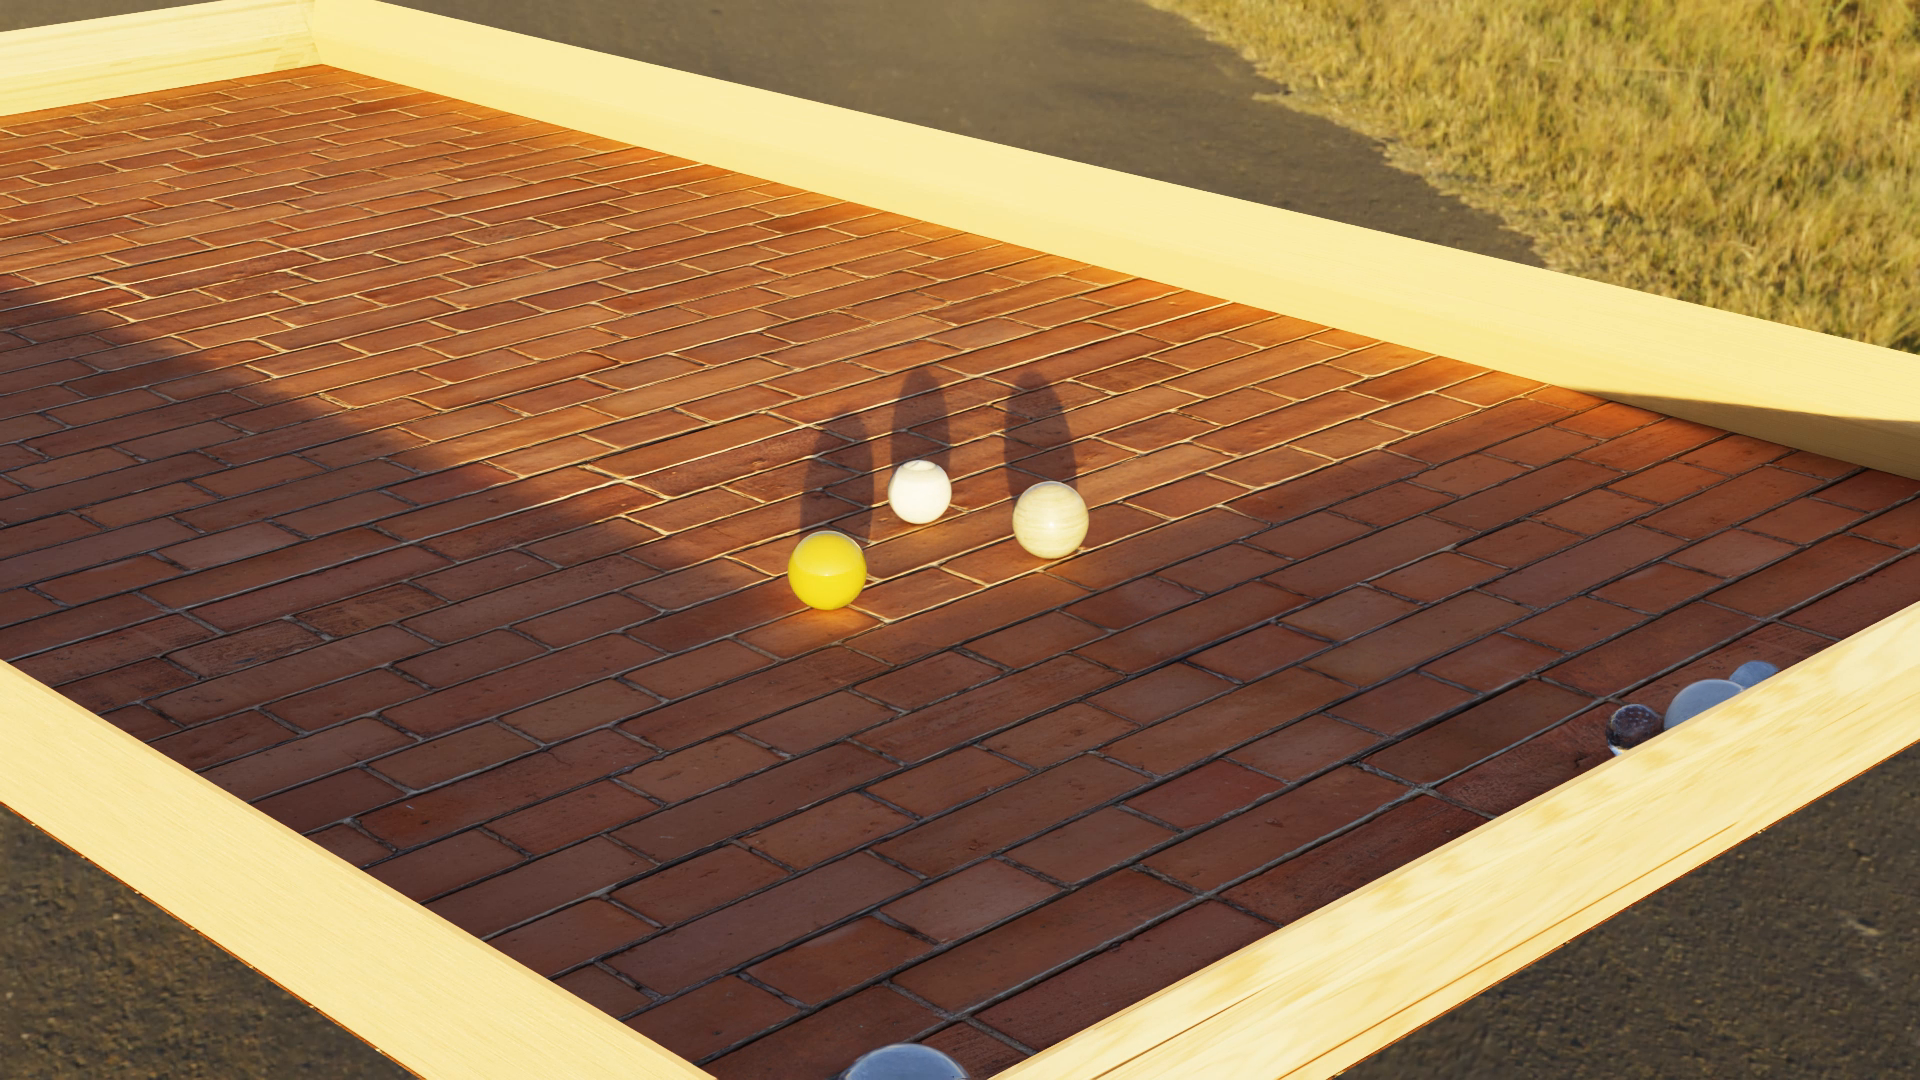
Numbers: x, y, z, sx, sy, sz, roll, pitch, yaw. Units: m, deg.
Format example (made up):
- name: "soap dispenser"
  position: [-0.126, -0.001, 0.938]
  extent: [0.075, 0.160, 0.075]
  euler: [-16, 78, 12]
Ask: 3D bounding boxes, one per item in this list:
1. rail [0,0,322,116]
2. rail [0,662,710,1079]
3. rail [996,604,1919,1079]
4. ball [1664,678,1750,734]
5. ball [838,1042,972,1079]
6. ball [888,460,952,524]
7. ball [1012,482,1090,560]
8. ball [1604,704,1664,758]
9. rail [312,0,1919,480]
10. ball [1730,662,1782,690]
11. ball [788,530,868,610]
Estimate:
- name: "rail"
  position: [-1.667, -0.634, 4.294]
  extent: [1.737, 0.125, 0.045]
  euler: [-19, 28, -41]
- name: "rail"
  position: [-1.167, -0.026, 2.678]
  extent: [0.045, 0.125, 3.221]
  euler: [-19, 28, -41]
- name: "rail"
  position: [0.545, 0.167, 2.164]
  extent: [1.737, 0.125, 0.045]
  euler: [-19, 28, -41]
- name: "ball"
  position: [0.587, 0.148, 2.285]
  extent: [0.079, 0.079, 0.079]
  euler: [0, 21, 0]
- name: "ball"
  position: [-0.032, 0.345, 1.735]
  extent: [0.096, 0.096, 0.096]
  euler: [0, 21, 0]
- name: "ball"
  position: [-0.039, -0.046, 2.825]
  extent: [0.062, 0.062, 0.062]
  euler: [0, 21, 0]
- name: "ball"
  position: [0.084, -0.019, 2.736]
  extent: [0.072, 0.072, 0.072]
  euler: [0, 21, 0]
- name: "ball"
  position: [0.532, 0.153, 2.319]
  extent: [0.046, 0.046, 0.046]
  euler: [0, 21, 0]
- name: "rail"
  position: [0.045, -0.441, 3.780]
  extent: [0.045, 0.125, 3.221]
  euler: [-19, 28, -41]
- name: "ball"
  position: [0.649, 0.123, 2.394]
  extent: [0.048, 0.048, 0.048]
  euler: [0, 21, 0]
- name: "ball"
  position: [-0.118, 0.027, 2.617]
  extent: [0.071, 0.071, 0.071]
  euler: [0, 21, 0]
